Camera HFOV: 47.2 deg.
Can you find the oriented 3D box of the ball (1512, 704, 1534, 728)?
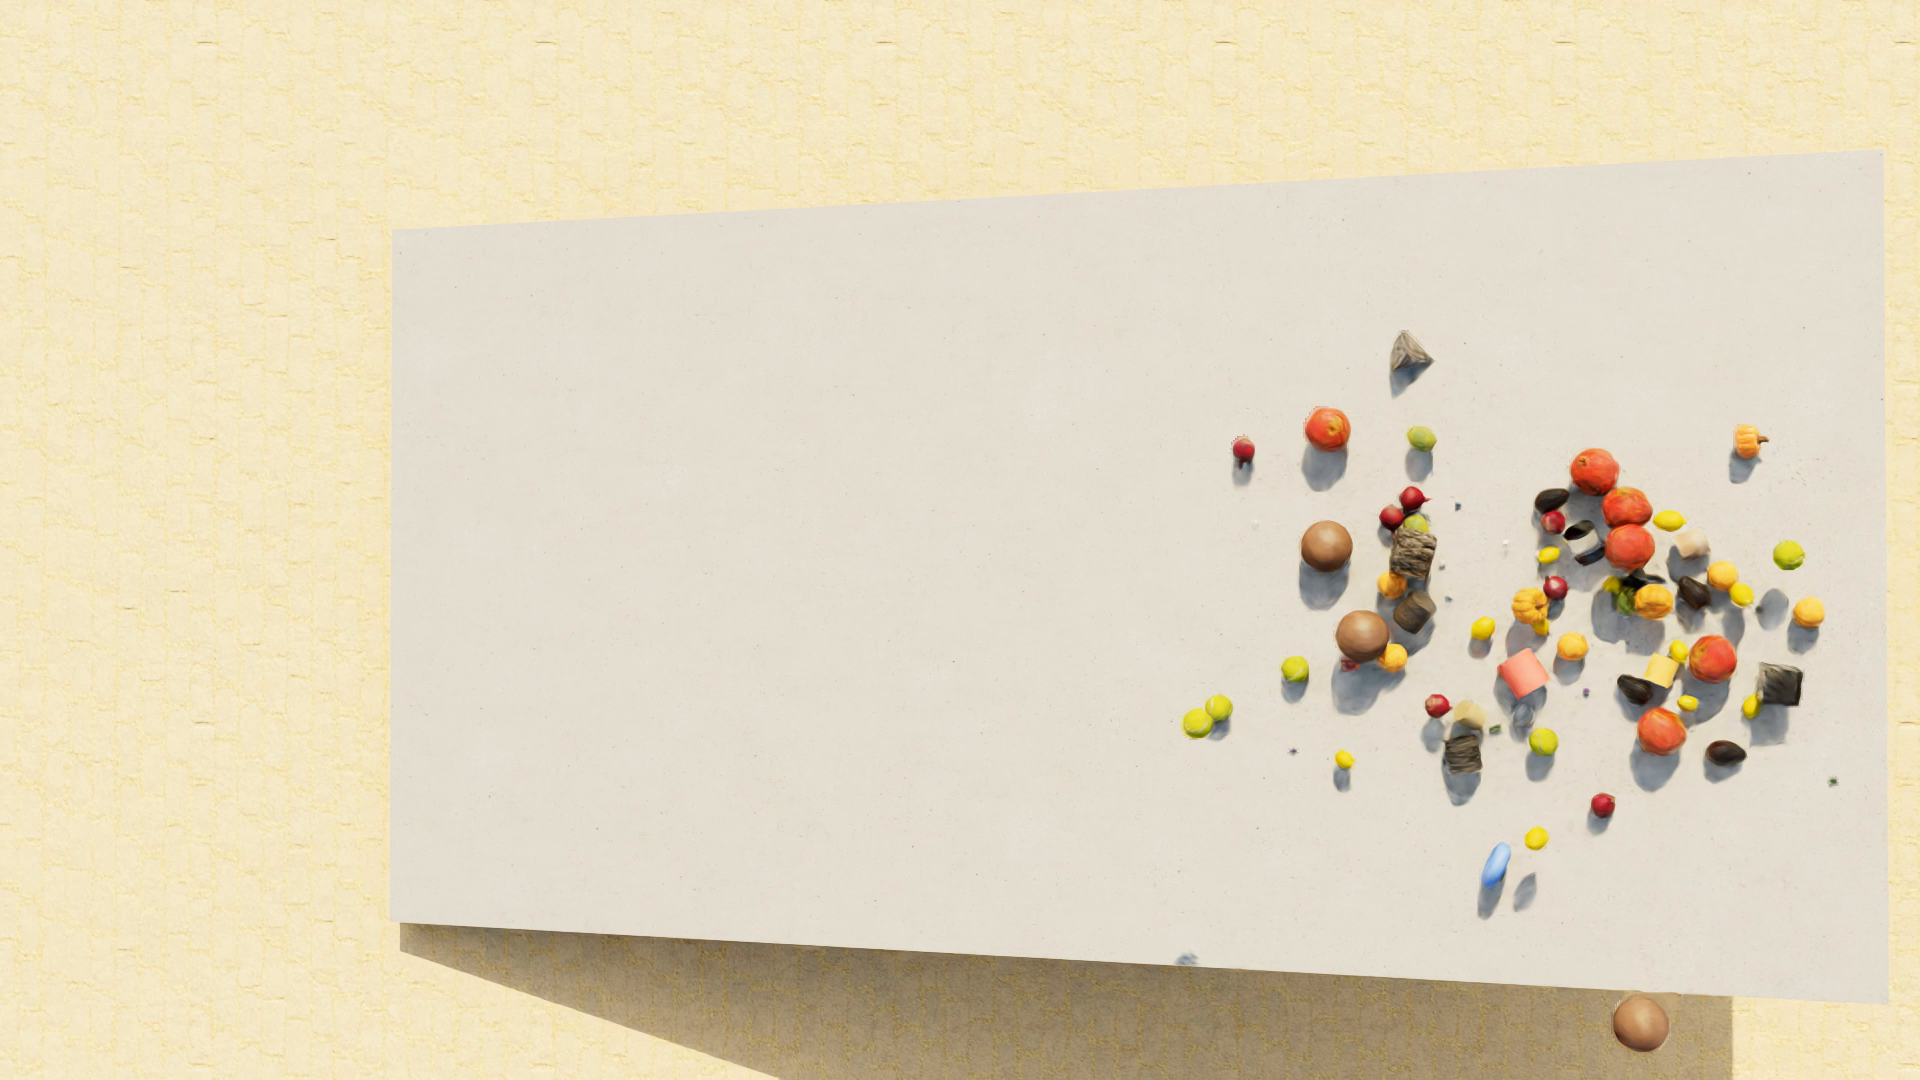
[{"bbox_3d":[1.372,0.428,5.359,0.056,0.056,0.056,0,89,0],"label":"ball"}]

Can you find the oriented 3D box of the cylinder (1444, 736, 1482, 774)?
[{"bbox_3d":[1.233,0.526,5.385,0.080,0.080,0.080,-11,90,0],"label":"cylinder"}]

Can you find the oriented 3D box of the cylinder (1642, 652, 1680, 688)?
[{"bbox_3d":[1.677,0.311,5.258,0.065,0.065,0.065,21,96,0],"label":"cylinder"}]

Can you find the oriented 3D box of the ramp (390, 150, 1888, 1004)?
[{"bbox_3d":[0.275,0.093,5.796,4.000,0.100,2.000,0,89,18],"label":"ramp"}]

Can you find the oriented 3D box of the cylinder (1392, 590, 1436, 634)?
[{"bbox_3d":[1.121,0.177,5.421,0.077,0.077,0.077,36,119,0],"label":"cylinder"}]

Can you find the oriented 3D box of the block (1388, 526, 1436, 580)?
[{"bbox_3d":[1.108,0.031,5.384,0.092,0.092,0.092,14,107,6],"label":"block"}]

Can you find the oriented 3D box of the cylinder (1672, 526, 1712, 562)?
[{"bbox_3d":[1.744,0.010,5.240,0.068,0.068,0.068,-23,89,16],"label":"cylinder"}]

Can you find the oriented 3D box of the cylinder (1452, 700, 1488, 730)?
[{"bbox_3d":[1.247,0.428,5.375,0.059,0.059,0.059,17,89,-29],"label":"cylinder"}]

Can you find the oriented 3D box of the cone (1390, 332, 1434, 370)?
[{"bbox_3d":[1.134,-0.457,5.454,0.099,0.099,0.099,14,89,-9],"label":"cone"}]

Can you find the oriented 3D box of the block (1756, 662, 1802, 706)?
[{"bbox_3d":[1.919,0.338,5.151,0.082,0.082,0.082,5,98,9],"label":"block"}]

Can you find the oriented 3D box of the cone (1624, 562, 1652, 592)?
[{"bbox_3d":[1.634,0.079,5.294,0.066,0.066,0.066,15,66,0],"label":"cone"}]

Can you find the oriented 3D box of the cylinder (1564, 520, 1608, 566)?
[{"bbox_3d":[1.506,0.007,5.296,0.077,0.077,0.077,-35,112,0],"label":"cylinder"}]
